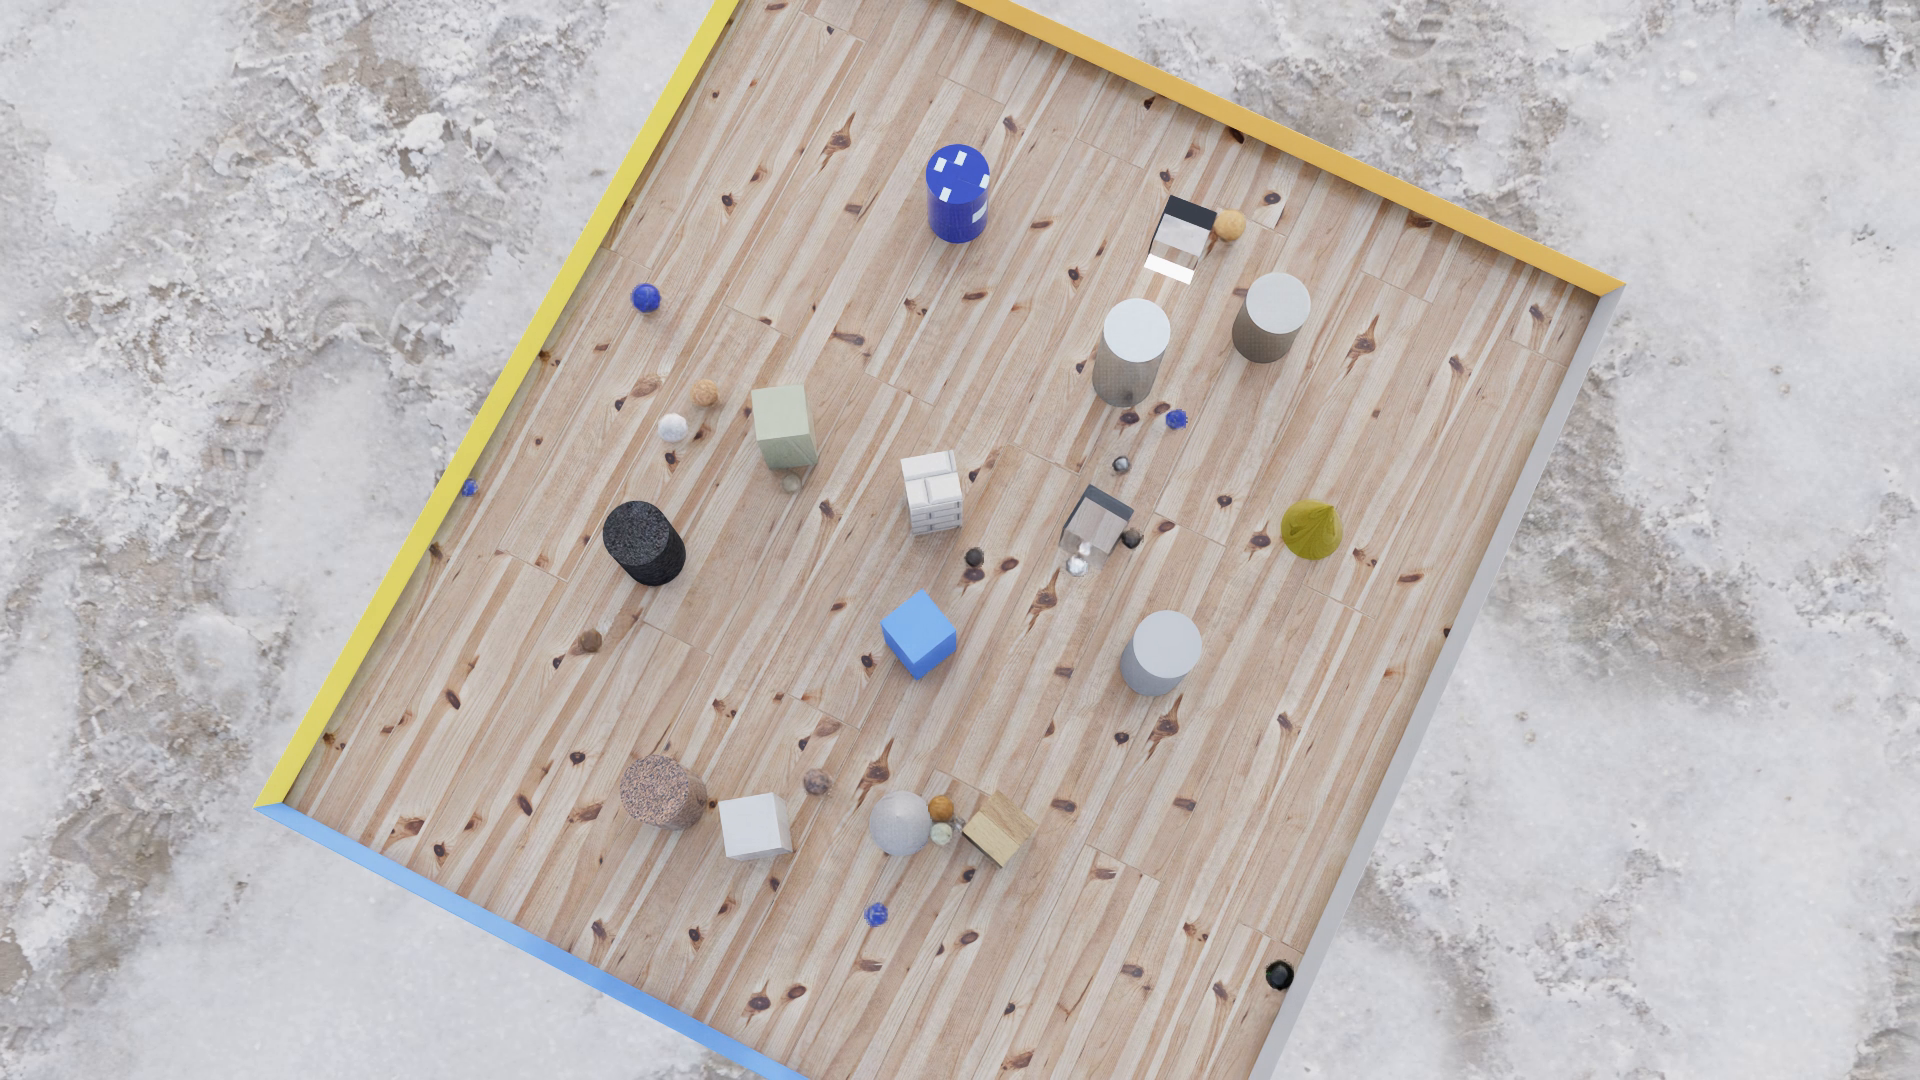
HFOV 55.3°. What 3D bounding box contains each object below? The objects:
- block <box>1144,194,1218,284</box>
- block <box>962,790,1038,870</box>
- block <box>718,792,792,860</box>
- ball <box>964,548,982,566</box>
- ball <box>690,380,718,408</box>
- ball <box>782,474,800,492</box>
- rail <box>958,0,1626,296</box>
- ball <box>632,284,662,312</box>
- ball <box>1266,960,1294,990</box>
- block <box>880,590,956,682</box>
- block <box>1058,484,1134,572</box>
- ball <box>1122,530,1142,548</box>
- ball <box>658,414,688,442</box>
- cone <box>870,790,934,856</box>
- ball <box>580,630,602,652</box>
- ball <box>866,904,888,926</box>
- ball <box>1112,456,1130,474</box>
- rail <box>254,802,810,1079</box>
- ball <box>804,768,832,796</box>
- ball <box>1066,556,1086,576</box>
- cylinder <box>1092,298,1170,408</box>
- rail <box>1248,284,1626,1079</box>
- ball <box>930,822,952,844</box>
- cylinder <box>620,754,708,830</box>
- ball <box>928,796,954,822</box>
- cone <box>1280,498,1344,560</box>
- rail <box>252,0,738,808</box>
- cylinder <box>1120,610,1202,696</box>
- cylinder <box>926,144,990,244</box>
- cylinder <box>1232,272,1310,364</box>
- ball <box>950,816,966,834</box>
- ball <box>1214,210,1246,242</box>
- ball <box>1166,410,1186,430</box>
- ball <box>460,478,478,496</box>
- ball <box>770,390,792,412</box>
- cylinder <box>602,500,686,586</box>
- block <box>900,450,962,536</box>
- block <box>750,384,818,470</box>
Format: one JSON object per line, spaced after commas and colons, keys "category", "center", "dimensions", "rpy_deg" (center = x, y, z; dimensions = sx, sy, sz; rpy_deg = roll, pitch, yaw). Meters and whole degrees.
{"category": "block", "center": [0.683, -0.930, 5.683], "dimensions": [0.154, 0.246, 0.154], "rpy_deg": [22, 79, 4]}
{"category": "block", "center": [0.113, 0.839, 5.302], "dimensions": [0.154, 0.275, 0.154], "rpy_deg": [41, 81, 8]}
{"category": "block", "center": [-0.583, 0.826, 5.260], "dimensions": [0.154, 0.363, 0.154], "rpy_deg": [-10, 78, -2]}
{"category": "ball", "center": [0.041, 0.053, 5.578], "dimensions": [0.054, 0.054, 0.054], "rpy_deg": [0, 78, 0]}
{"category": "ball", "center": [-0.790, -0.454, 5.666], "dimensions": [0.086, 0.086, 0.086], "rpy_deg": [0, 78, 0]}
{"category": "ball", "center": [-0.519, -0.174, 5.623], "dimensions": [0.058, 0.058, 0.058], "rpy_deg": [0, 78, 0]}
{"category": "rail", "center": [0.722, -1.408, 5.843], "dimensions": [2.965, 0.125, 0.045], "rpy_deg": [26, 80, 5]}
{"category": "ball", "center": [-0.979, -0.755, 5.727], "dimensions": [0.089, 0.089, 0.089], "rpy_deg": [0, 78, 0]}
{"category": "ball", "center": [0.927, 1.263, 5.314], "dimensions": [0.082, 0.082, 0.082], "rpy_deg": [0, 78, 0]}
{"category": "block", "center": [-0.118, 0.281, 5.364], "dimensions": [0.154, 0.380, 0.154], "rpy_deg": [-38, 81, -7]}
{"category": "block", "center": [0.405, -0.035, 5.484], "dimensions": [0.154, 0.273, 0.154], "rpy_deg": [31, 80, 6]}
{"category": "ball", "center": [0.523, -0.004, 5.588], "dimensions": [0.058, 0.058, 0.058], "rpy_deg": [0, 78, 0]}
{"category": "ball", "center": [-0.883, -0.346, 5.644], "dimensions": [0.087, 0.087, 0.087], "rpy_deg": [0, 78, 0]}
{"category": "cone", "center": [-0.174, 0.801, 5.243], "dimensions": [0.192, 0.407, 0.192], "rpy_deg": [0, 78, 0]}
{"category": "ball", "center": [-1.110, 0.303, 5.519], "dimensions": [0.068, 0.068, 0.068], "rpy_deg": [0, 78, 0]}
{"category": "ball", "center": [-0.241, 1.094, 5.357], "dimensions": [0.064, 0.064, 0.064], "rpy_deg": [0, 78, 0]}
{"category": "ball", "center": [0.495, -0.232, 5.638], "dimensions": [0.052, 0.052, 0.052], "rpy_deg": [0, 78, 0]}
{"category": "rail", "center": [-0.722, 1.421, 5.258], "dimensions": [2.965, 0.125, 0.045], "rpy_deg": [26, 80, 5]}
{"category": "ball", "center": [-0.421, 0.715, 5.427], "dimensions": [0.081, 0.081, 0.081], "rpy_deg": [0, 78, 0]}
{"category": "ball", "center": [0.352, 0.078, 5.569], "dimensions": [0.062, 0.062, 0.062], "rpy_deg": [0, 78, 0]}
{"category": "cylinder", "center": [0.508, -0.554, 5.488], "dimensions": [0.192, 0.475, 0.192], "rpy_deg": [0, 78, 0]}
{"category": "rail", "center": [1.305, 0.646, 5.418], "dimensions": [0.045, 0.125, 3.277], "rpy_deg": [26, 80, 5]}
{"category": "ball", "center": [-0.056, 0.866, 5.404], "dimensions": [0.066, 0.066, 0.066], "rpy_deg": [0, 78, 0]}
{"category": "cylinder", "center": [-0.848, 0.731, 5.271], "dimensions": [0.192, 0.380, 0.192], "rpy_deg": [0, 78, 0]}
{"category": "ball", "center": [-0.055, 0.792, 5.411], "dimensions": [0.076, 0.076, 0.076], "rpy_deg": [0, 78, 0]}
{"category": "cone", "center": [1.081, -0.066, 5.465], "dimensions": [0.192, 0.324, 0.192], "rpy_deg": [0, 78, 0]}
{"category": "rail", "center": [-1.305, -0.632, 5.683], "dimensions": [0.045, 0.125, 3.277], "rpy_deg": [26, 80, 5]}
{"category": "cylinder", "center": [0.580, 0.334, 5.330], "dimensions": [0.192, 0.426, 0.192], "rpy_deg": [0, 78, 0]}
{"category": "cylinder", "center": [-0.007, -1.067, 5.670], "dimensions": [0.192, 0.328, 0.192], "rpy_deg": [0, 78, 0]}
{"category": "cylinder", "center": [0.949, -0.676, 5.604], "dimensions": [0.192, 0.299, 0.192], "rpy_deg": [0, 78, 0]}
{"category": "ball", "center": [-0.005, 0.843, 5.417], "dimensions": [0.049, 0.049, 0.049], "rpy_deg": [0, 78, 0]}
{"category": "ball", "center": [0.850, -0.990, 5.772], "dimensions": [0.096, 0.096, 0.096], "rpy_deg": [0, 78, 0]}
{"category": "ball", "center": [0.665, -0.372, 5.662], "dimensions": [0.061, 0.061, 0.061], "rpy_deg": [0, 78, 0]}
{"category": "ball", "center": [-1.507, -0.162, 5.623], "dimensions": [0.053, 0.053, 0.053], "rpy_deg": [0, 78, 0]}
{"category": "ball", "center": [-0.557, -0.430, 5.671], "dimensions": [0.068, 0.068, 0.068], "rpy_deg": [0, 78, 0]}
{"category": "cylinder", "center": [-0.935, 0.013, 5.445], "dimensions": [0.192, 0.331, 0.192], "rpy_deg": [0, 78, 0]}
{"category": "block", "center": [-0.082, -0.137, 5.463], "dimensions": [0.154, 0.357, 0.154], "rpy_deg": [-11, 79, -2]}
{"category": "block", "center": [-0.523, -0.337, 5.503], "dimensions": [0.154, 0.358, 0.154], "rpy_deg": [-8, 78, -2]}
